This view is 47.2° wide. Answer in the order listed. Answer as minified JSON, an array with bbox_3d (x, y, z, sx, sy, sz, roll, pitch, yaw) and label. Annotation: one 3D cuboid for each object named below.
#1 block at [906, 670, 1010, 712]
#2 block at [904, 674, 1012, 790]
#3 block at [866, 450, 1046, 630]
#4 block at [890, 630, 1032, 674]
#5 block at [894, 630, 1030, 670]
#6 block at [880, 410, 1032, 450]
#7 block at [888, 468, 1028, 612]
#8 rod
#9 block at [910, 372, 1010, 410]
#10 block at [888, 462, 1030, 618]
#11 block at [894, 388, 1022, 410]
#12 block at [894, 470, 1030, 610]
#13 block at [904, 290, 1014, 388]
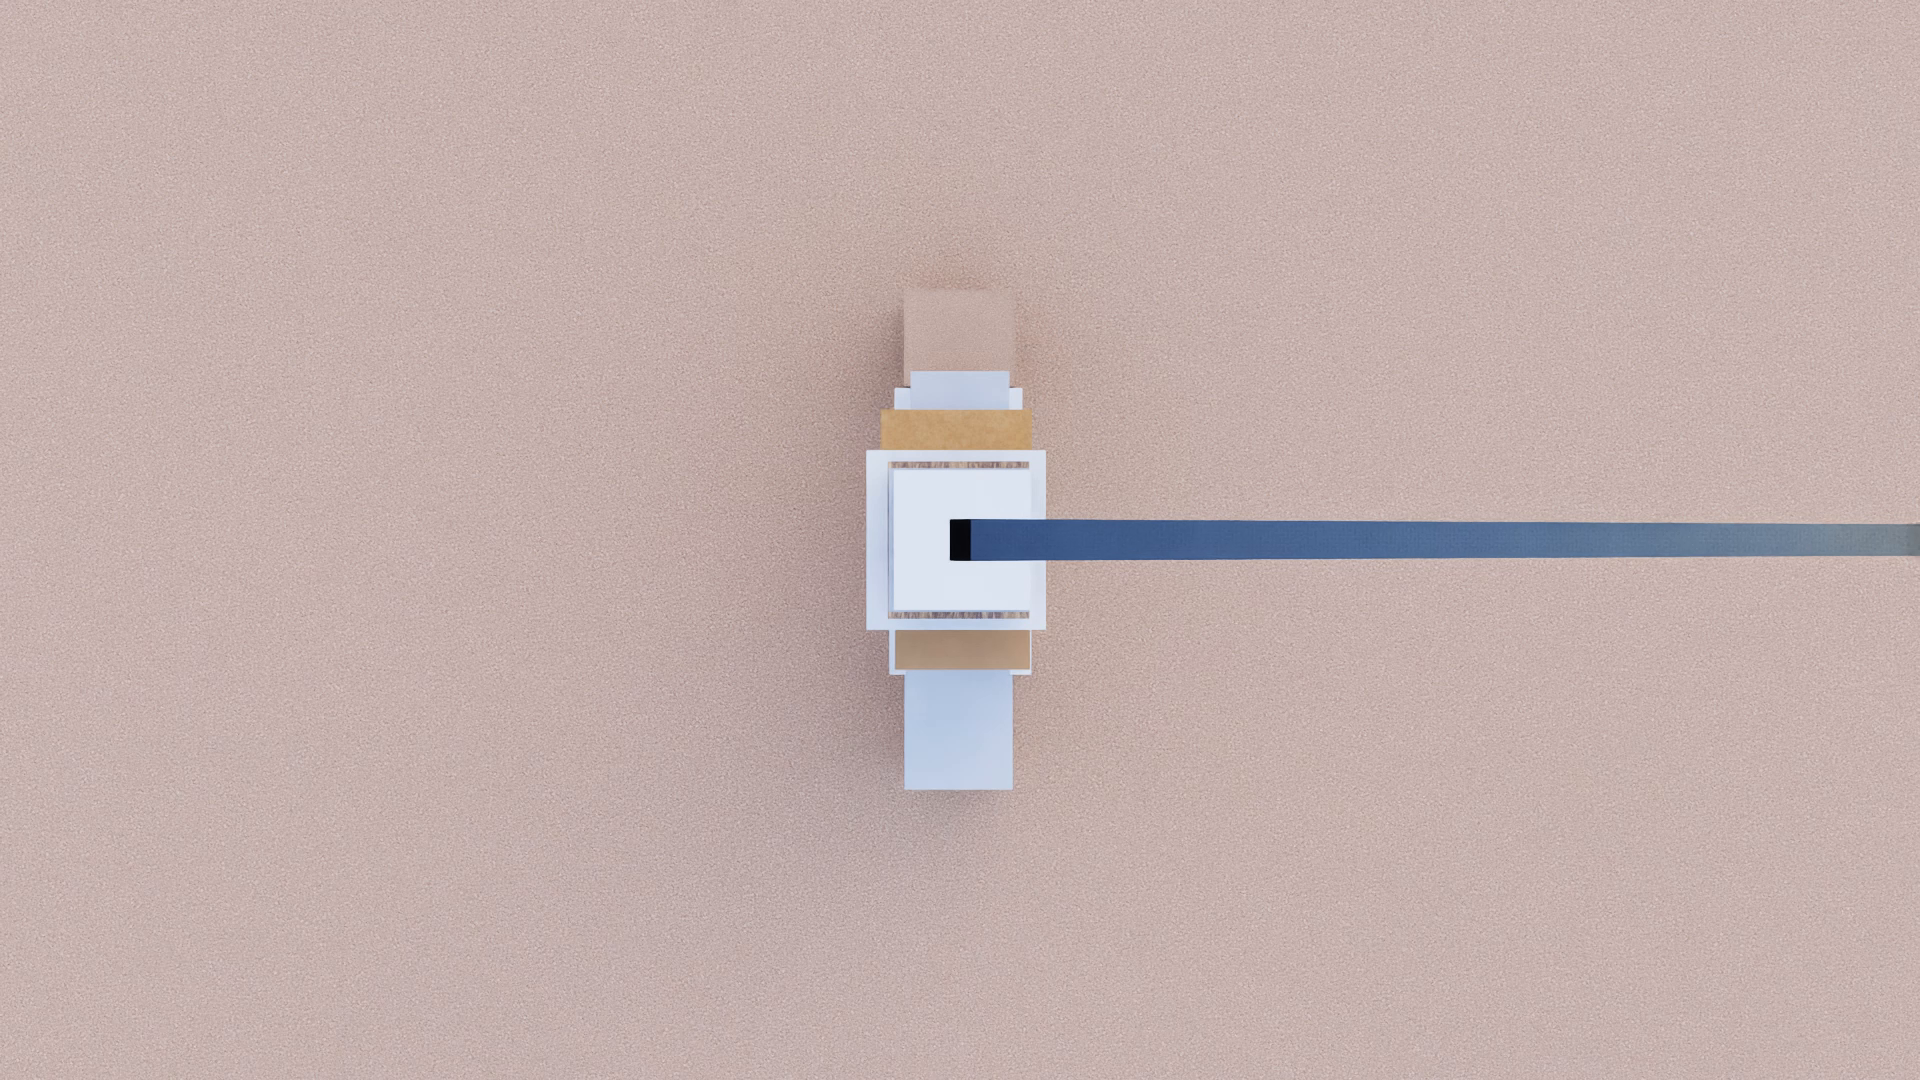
[{"bbox_3d":[-0.012,0.630,11.744,0.543,0.594,0.537,0,90,0],"label":"block"},{"bbox_3d":[-0.007,1.075,12.681,0.607,0.639,0.656,0,90,0],"label":"block"},{"bbox_3d":[-0.017,0.000,10.441,0.819,0.764,0.821,0,90,0],"label":"block"},{"bbox_3d":[0.001,0.300,12.521,0.777,0.959,0.874,0,90,0],"label":"block"},{"bbox_3d":[0.012,0.359,11.176,0.671,0.542,0.568,0,90,0],"label":"block"},{"bbox_3d":[-0.018,-0.289,11.135,0.744,0.623,0.707,0,90,0],"label":"block"},{"bbox_3d":[-0.005,0.000,9.087,0.565,0.470,0.578,0,90,0],"label":"block"},{"bbox_3d":[2.234,0.000,5.523,5.200,0.080,0.080,0,90,-31],"label":"rod"},{"bbox_3d":[0.000,-0.651,12.024,0.524,0.621,0.495,0,90,0],"label":"block"},{"bbox_3d":[-0.007,0.000,9.691,0.601,0.737,0.668,0,90,0],"label":"block"},{"bbox_3d":[-0.008,-0.500,12.667,0.715,0.665,0.705,0,90,0],"label":"block"},{"bbox_3d":[0.009,0.000,8.587,0.517,0.532,0.528,0,90,0],"label":"block"},{"bbox_3d":[-0.004,-1.132,12.672,0.622,0.655,0.540,0,90,0],"label":"block"}]
